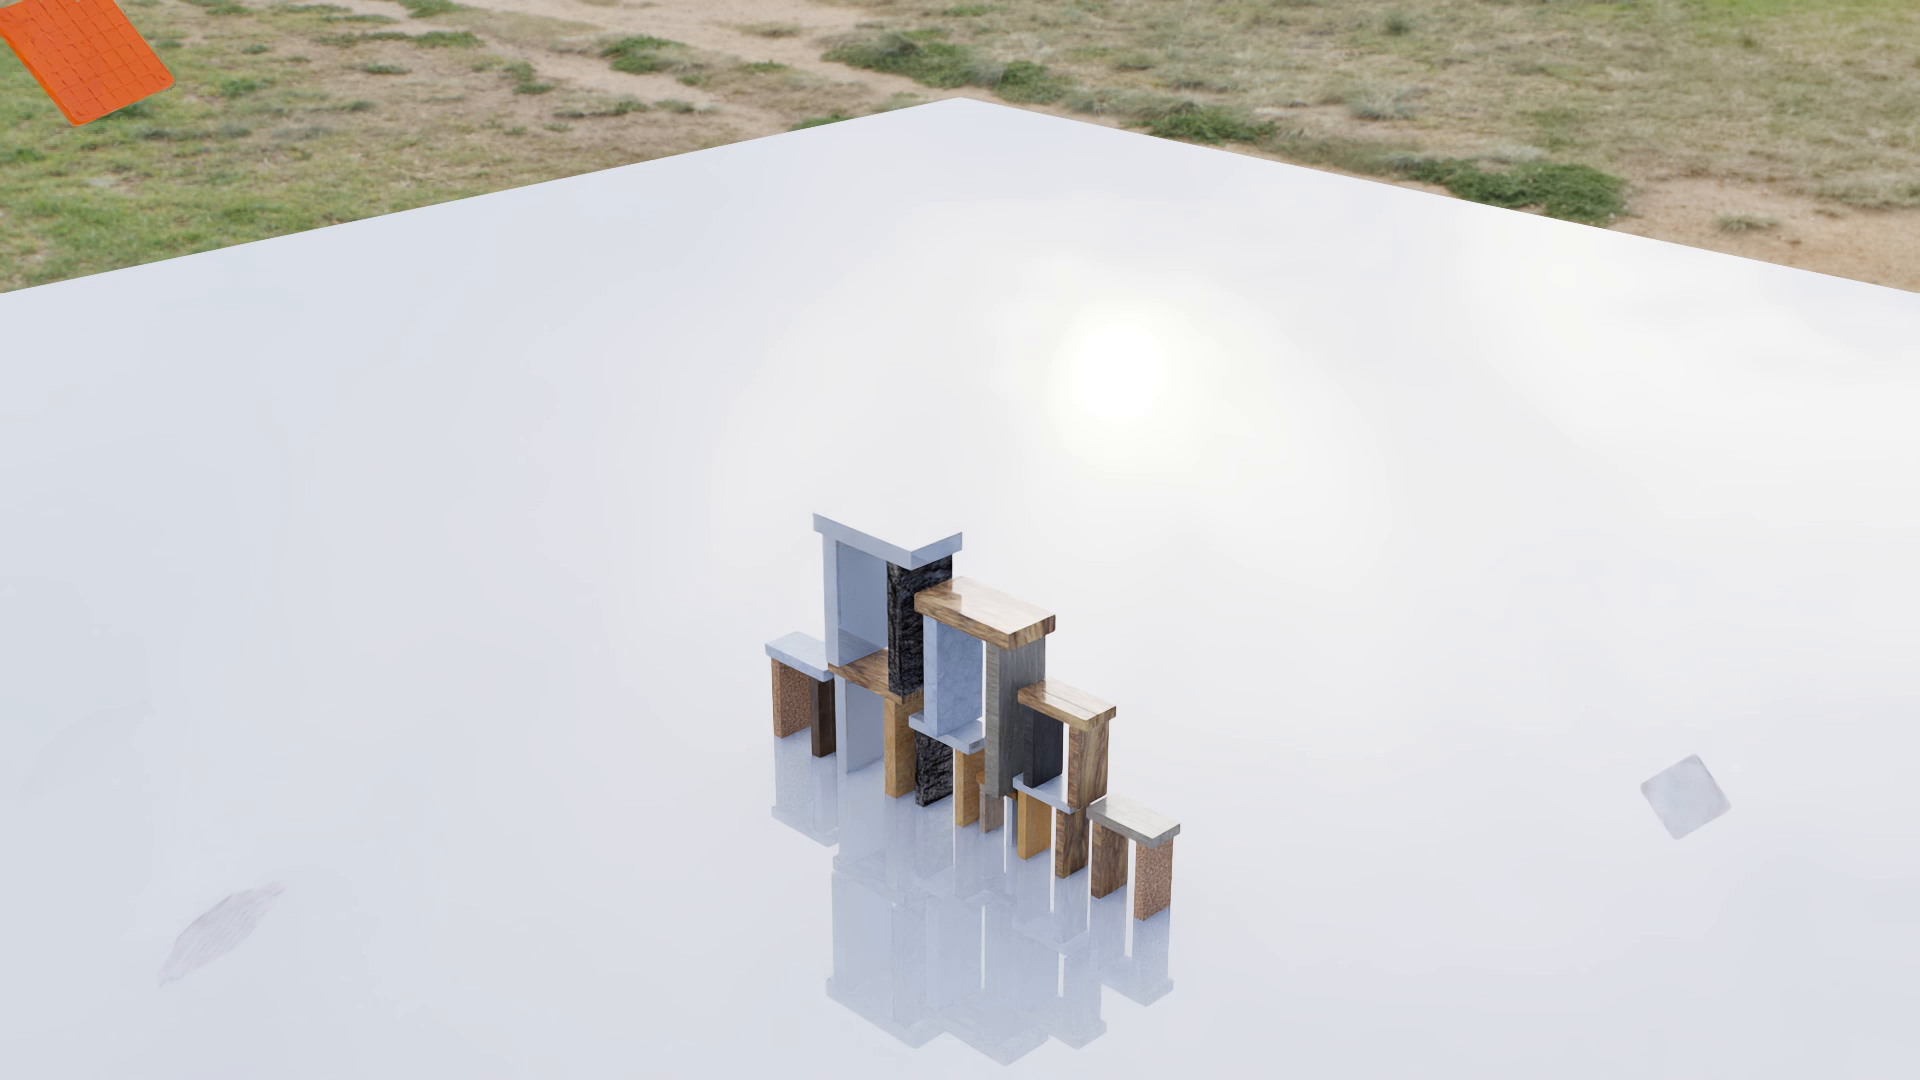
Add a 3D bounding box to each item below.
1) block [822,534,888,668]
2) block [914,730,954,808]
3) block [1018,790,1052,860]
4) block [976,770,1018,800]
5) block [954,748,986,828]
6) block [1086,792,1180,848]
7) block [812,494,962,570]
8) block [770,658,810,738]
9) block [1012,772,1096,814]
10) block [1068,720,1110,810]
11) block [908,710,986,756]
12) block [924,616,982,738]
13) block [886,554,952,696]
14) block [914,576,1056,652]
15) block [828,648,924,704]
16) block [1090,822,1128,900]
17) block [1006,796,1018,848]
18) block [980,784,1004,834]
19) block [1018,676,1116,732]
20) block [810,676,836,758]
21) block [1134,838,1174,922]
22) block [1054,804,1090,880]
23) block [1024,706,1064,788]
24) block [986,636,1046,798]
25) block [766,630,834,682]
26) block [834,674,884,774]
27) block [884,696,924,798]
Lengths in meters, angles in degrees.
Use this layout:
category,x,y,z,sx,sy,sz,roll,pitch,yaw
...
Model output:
category,x,y,z,sx,sy,sz,roll,pitch,yaw
block,-0.212,0.105,4.501,0.040,0.283,0.142,21,31,41
block,-0.052,0.451,4.479,0.024,0.171,0.085,21,31,41
block,0.146,0.543,4.291,0.021,0.149,0.074,21,31,41
block,0.089,0.477,4.333,0.055,0.016,0.111,-21,31,-40
block,0.028,0.483,4.405,0.024,0.171,0.085,21,31,41
block,0.322,0.521,4.090,0.161,0.023,0.081,21,31,41
block,-0.145,-0.018,4.376,0.283,0.040,0.142,21,31,41
block,-0.362,0.327,4.752,0.026,0.186,0.093,21,31,41
block,0.181,0.479,4.226,0.148,0.021,0.074,21,31,41
block,0.241,0.414,4.132,0.086,0.172,0.024,-21,31,-41
block,-0.012,0.377,4.404,0.171,0.024,0.085,21,31,41
block,-0.013,0.250,4.343,0.036,0.257,0.128,21,31,41
block,-0.079,0.157,4.378,0.040,0.283,0.142,21,31,41
block,0.047,0.139,4.230,0.128,0.036,0.256,-21,31,-40
block,-0.156,0.271,4.512,0.222,0.031,0.111,21,31,41
block,0.284,0.591,4.161,0.023,0.161,0.081,21,31,41
block,0.116,0.545,4.334,0.055,0.111,0.016,-21,31,-41
block,0.064,0.525,4.382,0.055,0.111,0.016,-21,31,-41
block,0.201,0.307,4.131,0.172,0.024,0.086,21,31,41
block,-0.274,0.361,4.671,0.026,0.186,0.093,21,31,41
block,0.360,0.621,4.091,0.023,0.161,0.081,21,31,41
block,0.216,0.570,4.227,0.021,0.148,0.074,21,31,41
block,0.160,0.382,4.207,0.024,0.172,0.086,21,31,41
block,0.107,0.329,4.245,0.128,0.325,0.036,-21,31,-40
block,-0.318,0.246,4.670,0.186,0.026,0.093,21,31,41
block,-0.208,0.368,4.610,0.031,0.222,0.111,21,31,41
block,-0.104,0.408,4.514,0.031,0.222,0.111,21,31,41
